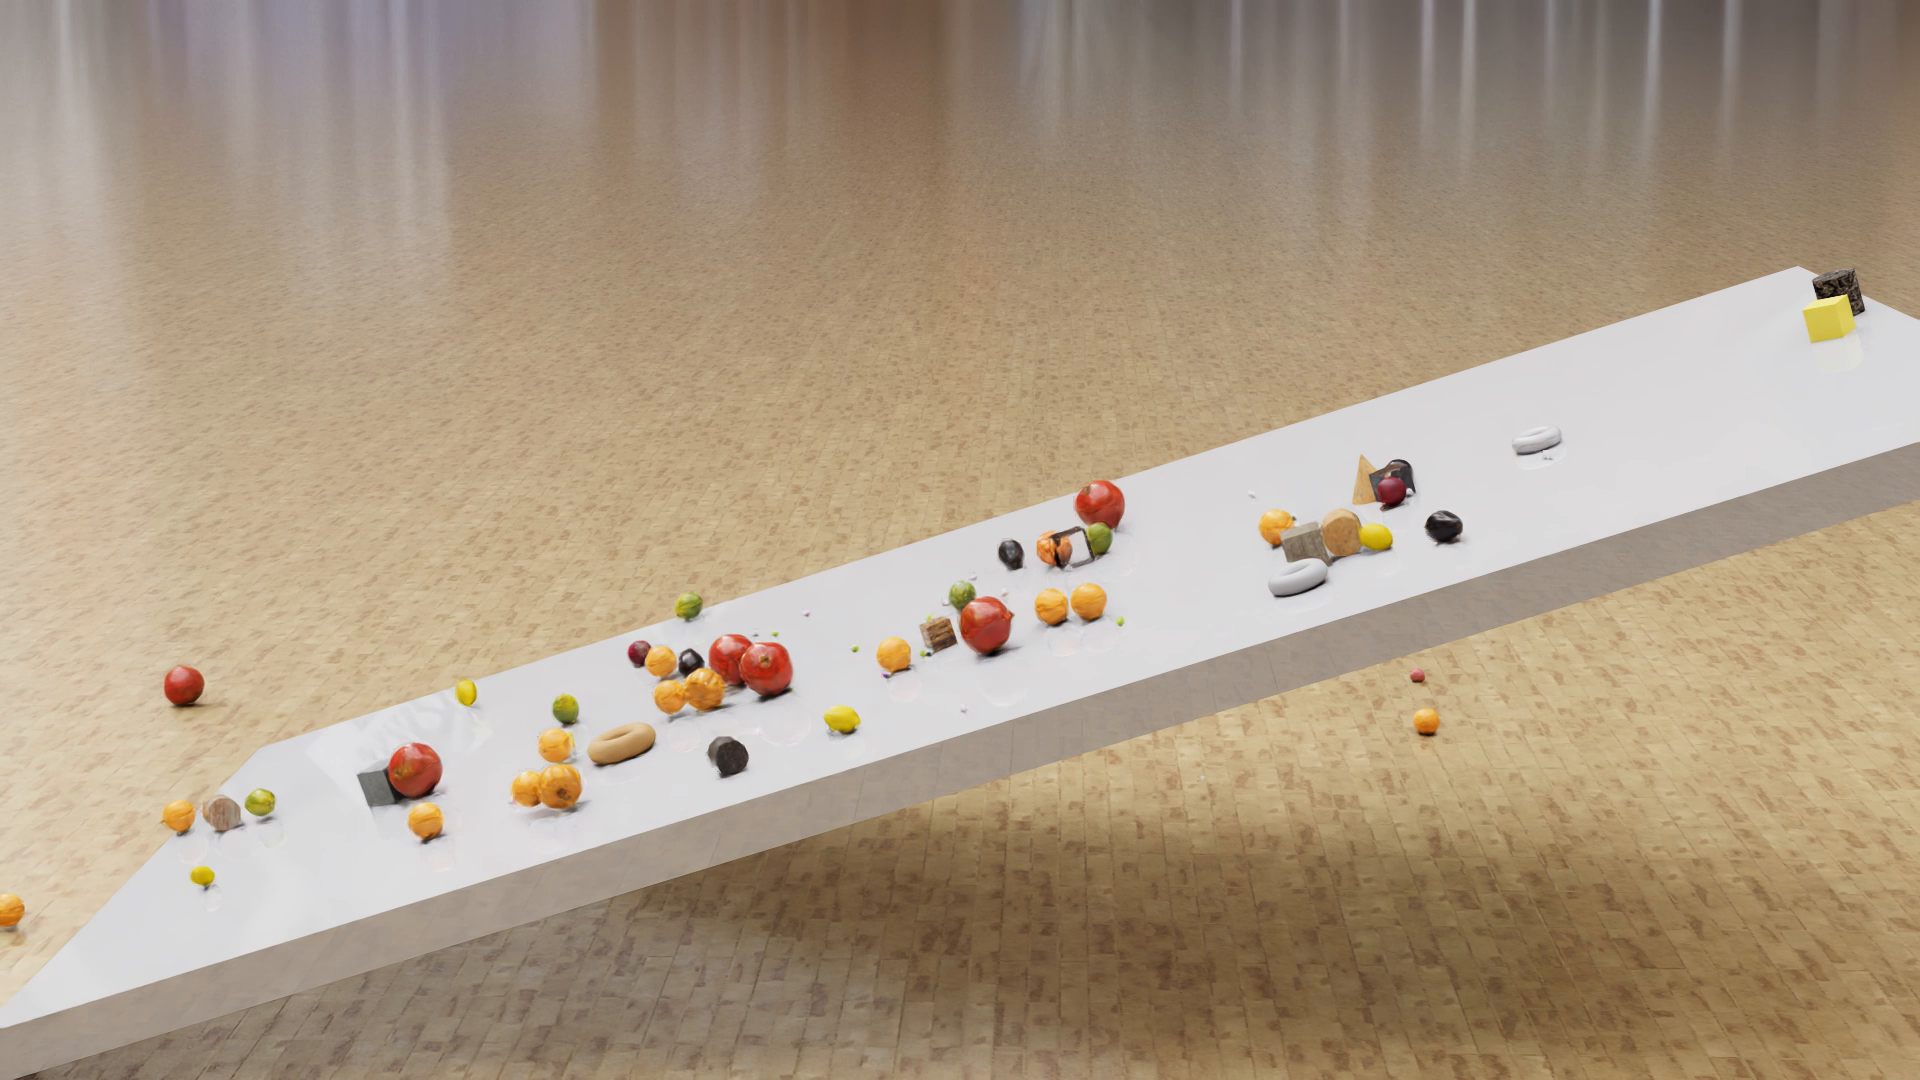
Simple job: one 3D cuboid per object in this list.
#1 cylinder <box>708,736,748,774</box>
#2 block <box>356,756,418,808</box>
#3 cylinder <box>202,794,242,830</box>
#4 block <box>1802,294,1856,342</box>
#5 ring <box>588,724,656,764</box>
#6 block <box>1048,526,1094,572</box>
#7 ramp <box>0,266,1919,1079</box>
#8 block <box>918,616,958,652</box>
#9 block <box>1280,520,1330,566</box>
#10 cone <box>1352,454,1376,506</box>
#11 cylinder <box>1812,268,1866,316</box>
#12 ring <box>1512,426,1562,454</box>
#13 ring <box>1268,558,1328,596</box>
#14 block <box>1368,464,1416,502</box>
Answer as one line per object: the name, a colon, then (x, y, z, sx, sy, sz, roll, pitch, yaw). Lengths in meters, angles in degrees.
cylinder: (-0.442, 0.410, 5.610, 0.065, 0.065, 0.065, -4, 7, -18)
block: (-1.236, 0.522, 6.353, 0.079, 0.079, 0.079, -12, 12, 33)
cylinder: (-1.664, 0.613, 6.624, 0.074, 0.074, 0.074, -5, 4, -24)
block: (1.836, -0.467, 6.212, 0.073, 0.073, 0.073, -10, 14, 40)
ring: (-0.696, 0.418, 6.051, 0.146, 0.049, 0.146, -17, 12, 4)
block: (0.244, 0.019, 6.433, 0.072, 0.072, 0.072, -20, 11, -7)
ramp: (0.102, 0.182, 6.309, 4.000, 0.100, 2.000, -17, 11, 5)
block: (-0.045, 0.194, 6.072, 0.055, 0.055, 0.055, -21, 11, -15)
block: (0.668, 0.017, 5.700, 0.078, 0.078, 0.078, -17, 11, 7)
cone: (0.848, -0.135, 6.123, 0.097, 0.097, 0.097, -18, 10, 3)
cylinder: (1.903, -0.530, 6.370, 0.092, 0.092, 0.092, -18, 10, 3)
ring: (1.192, -0.208, 6.082, 0.106, 0.035, 0.106, -17, 11, 3)
ring: (0.641, 0.071, 5.578, 0.118, 0.039, 0.118, -21, 11, 5)
block: (0.890, -0.116, 6.056, 0.061, 0.061, 0.061, -23, 11, -22)
